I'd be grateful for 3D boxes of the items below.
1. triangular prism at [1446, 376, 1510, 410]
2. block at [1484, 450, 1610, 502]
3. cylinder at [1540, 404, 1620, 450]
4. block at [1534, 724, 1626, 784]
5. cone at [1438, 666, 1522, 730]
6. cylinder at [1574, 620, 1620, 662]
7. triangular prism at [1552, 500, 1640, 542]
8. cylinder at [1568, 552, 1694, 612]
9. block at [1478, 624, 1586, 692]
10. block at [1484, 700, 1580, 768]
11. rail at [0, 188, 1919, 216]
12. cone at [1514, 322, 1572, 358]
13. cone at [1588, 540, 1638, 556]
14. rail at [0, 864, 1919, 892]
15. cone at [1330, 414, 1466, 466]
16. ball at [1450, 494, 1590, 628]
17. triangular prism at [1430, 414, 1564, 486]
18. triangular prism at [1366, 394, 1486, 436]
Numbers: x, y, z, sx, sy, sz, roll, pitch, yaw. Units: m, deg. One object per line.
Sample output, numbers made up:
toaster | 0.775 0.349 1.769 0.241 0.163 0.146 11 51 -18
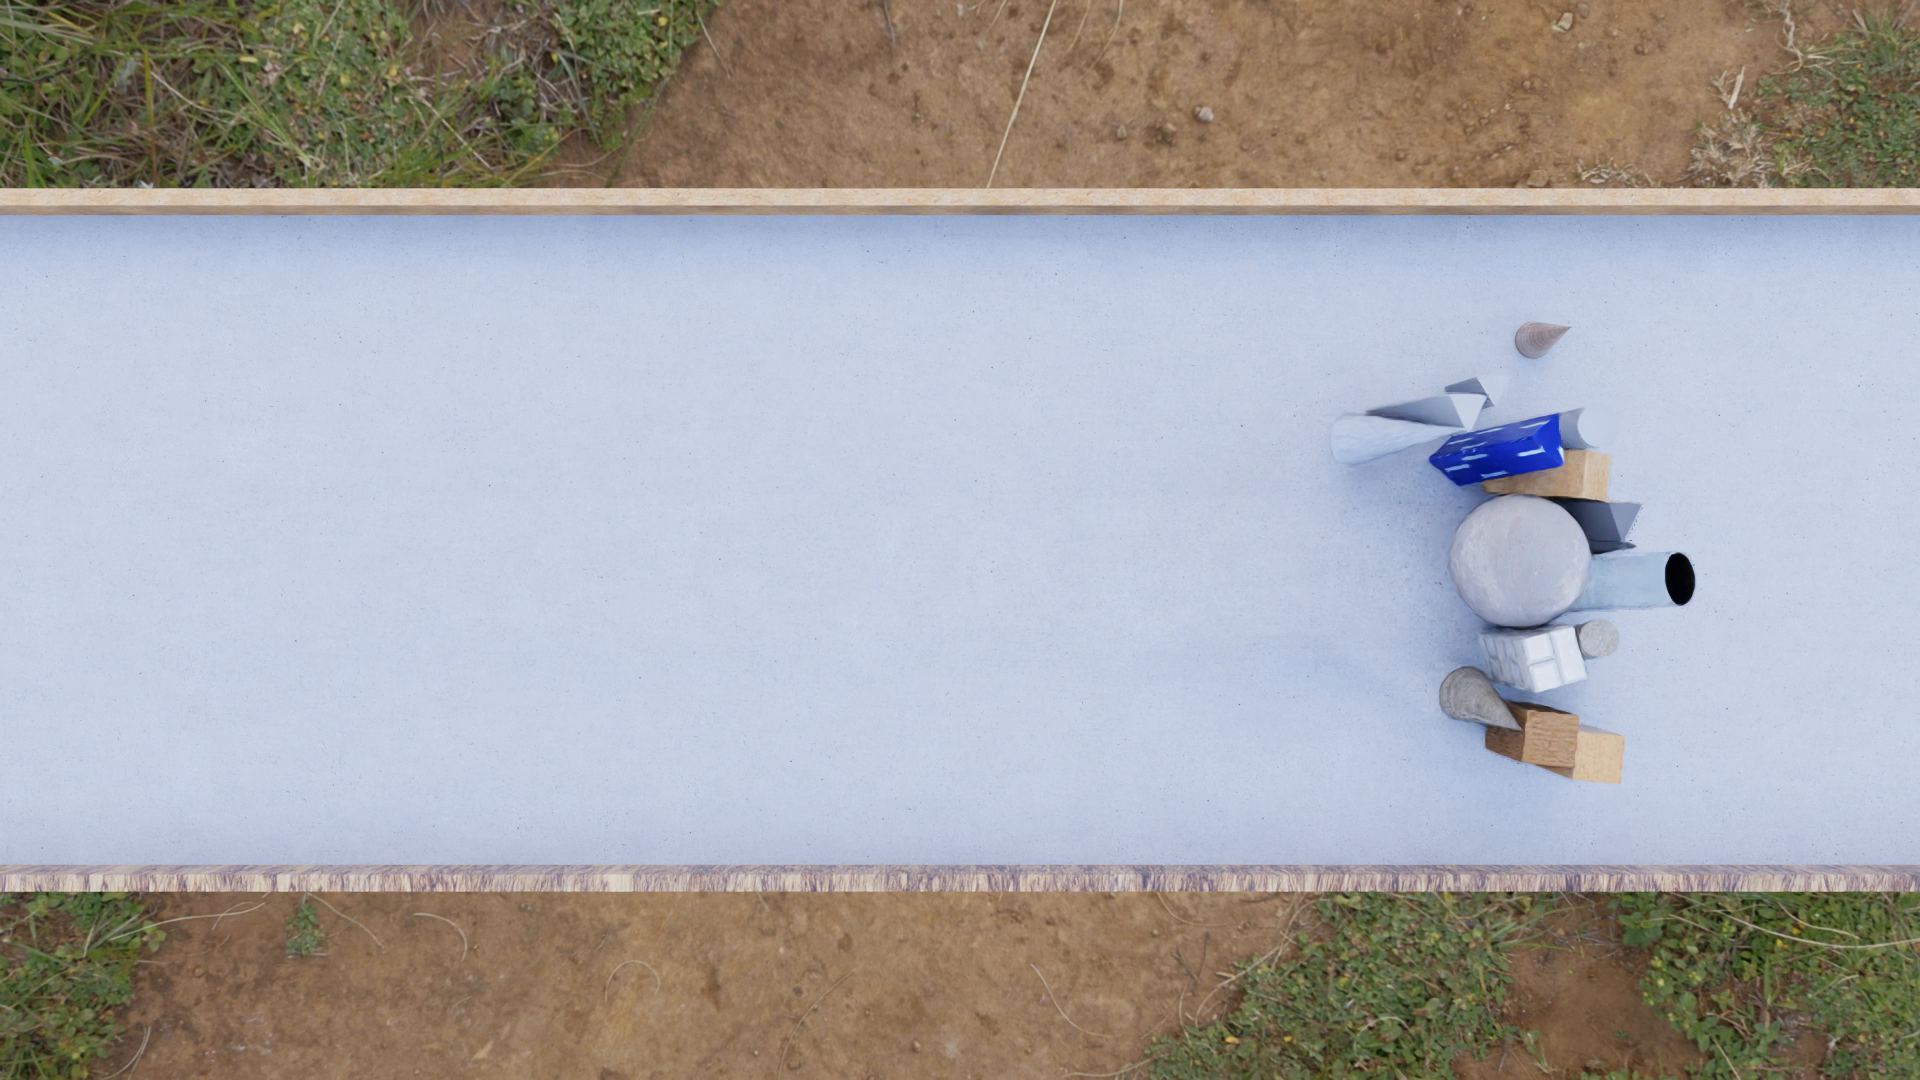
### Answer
triangular prism | 1.554 -0.452 4.917 0.085 0.319 0.098 -32 90 0
block | 1.744 -0.196 4.909 0.136 0.323 0.136 5 91 -40
cylinder | 1.797 -0.321 4.865 0.121 0.420 0.121 0 89 -2
block | 1.841 0.628 4.916 0.140 0.318 0.140 5 90 -1
cone | 1.578 0.508 4.885 0.173 0.349 0.173 -2 103 -10
cylinder | 1.828 0.304 4.866 0.108 0.409 0.108 -1 83 5
triangular prism | 1.850 -0.087 4.905 0.109 0.339 0.126 -31 107 -22
cylinder | 1.947 0.127 4.874 0.153 0.388 0.153 4 83 -35
block | 1.688 0.340 4.883 0.154 0.385 0.154 -15 90 -1
block | 1.699 0.572 4.911 0.152 0.328 0.152 6 90 -1
rail | -2.247 -1.025 5.002 12.000 0.150 0.050 0 90 0
cone | 1.765 -0.615 4.915 0.115 0.322 0.115 0 90 0
cone | 1.887 0.006 4.880 0.141 0.369 0.141 -1 94 -15
rail | -2.247 1.025 5.001 12.000 0.150 0.050 0 90 0
cone | 1.308 -0.309 4.841 0.165 0.451 0.165 1 89 -32
ball | 1.644 0.061 4.850 0.395 0.395 0.395 0 90 0
triangular prism | 1.602 -0.285 4.900 0.152 0.369 0.132 34 65 -26
triangular prism | 1.381 -0.375 4.863 0.106 0.417 0.123 -31 98 -18
